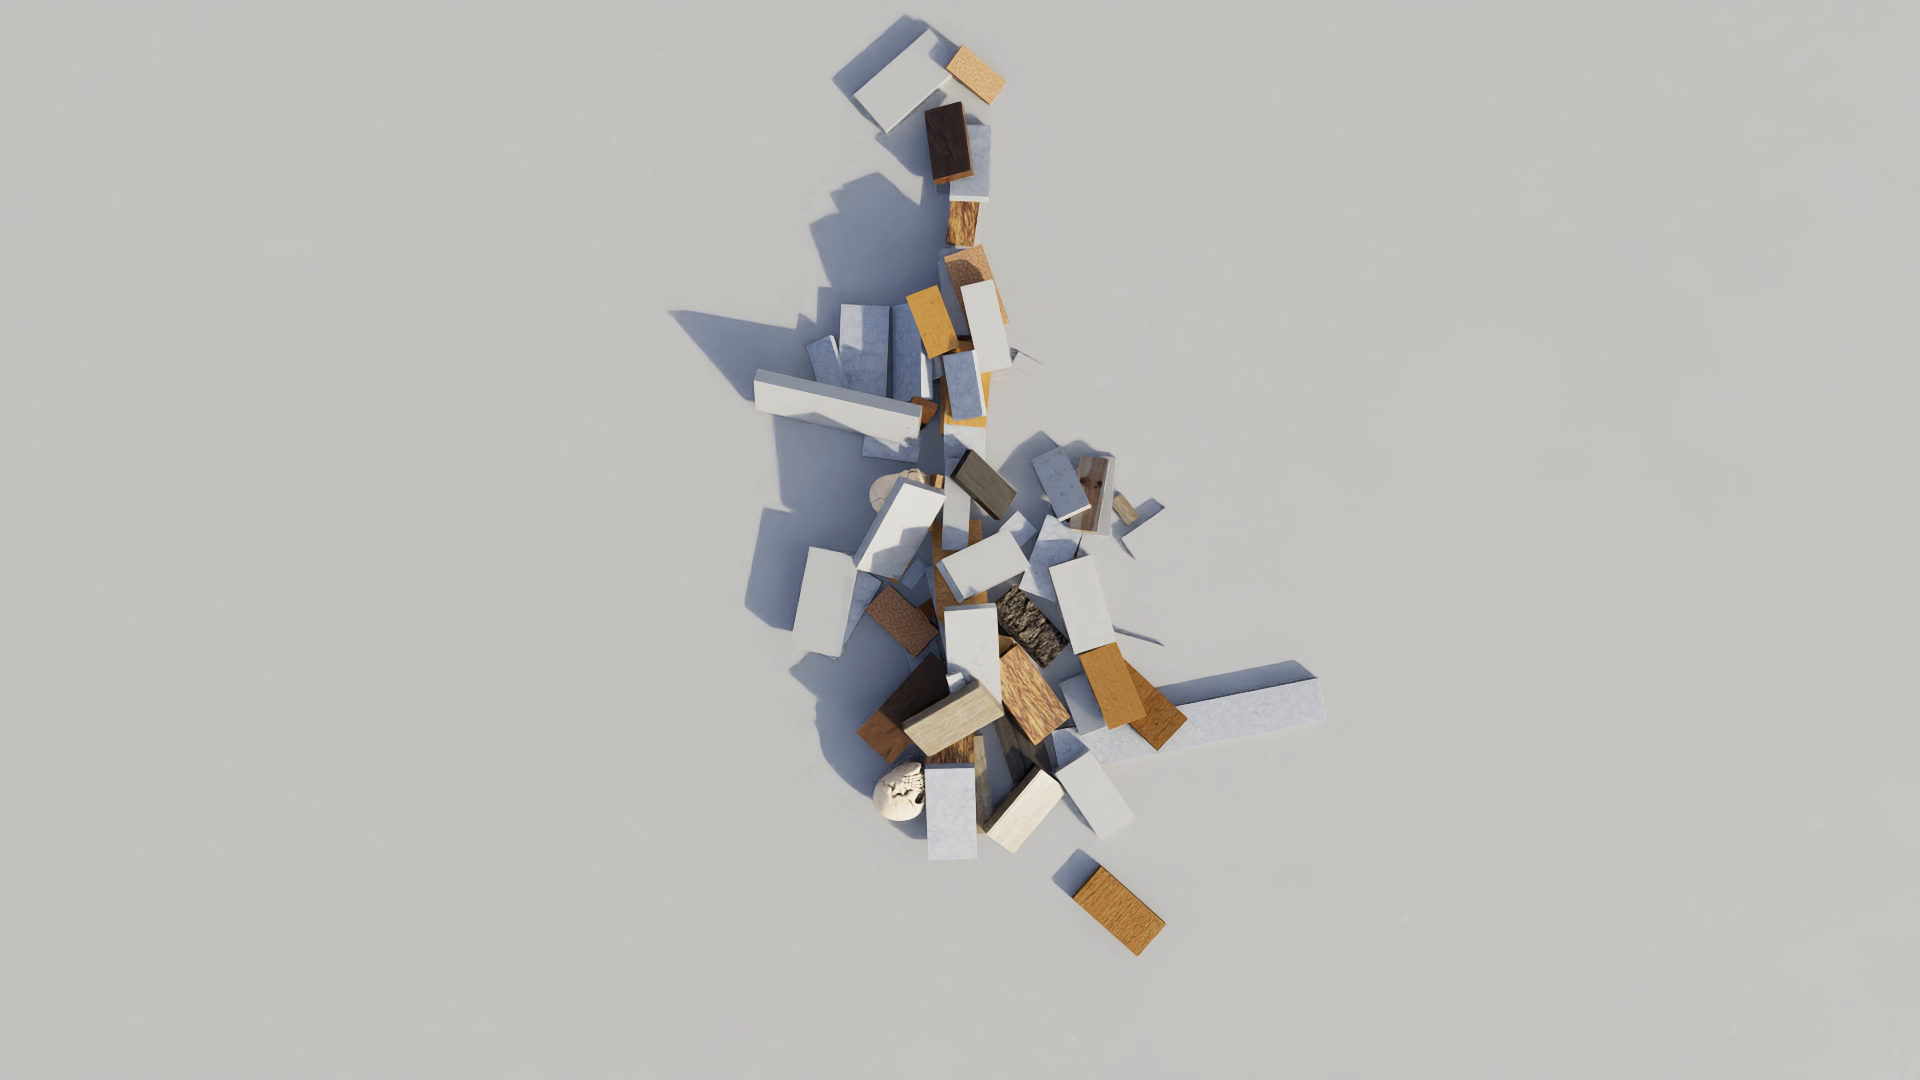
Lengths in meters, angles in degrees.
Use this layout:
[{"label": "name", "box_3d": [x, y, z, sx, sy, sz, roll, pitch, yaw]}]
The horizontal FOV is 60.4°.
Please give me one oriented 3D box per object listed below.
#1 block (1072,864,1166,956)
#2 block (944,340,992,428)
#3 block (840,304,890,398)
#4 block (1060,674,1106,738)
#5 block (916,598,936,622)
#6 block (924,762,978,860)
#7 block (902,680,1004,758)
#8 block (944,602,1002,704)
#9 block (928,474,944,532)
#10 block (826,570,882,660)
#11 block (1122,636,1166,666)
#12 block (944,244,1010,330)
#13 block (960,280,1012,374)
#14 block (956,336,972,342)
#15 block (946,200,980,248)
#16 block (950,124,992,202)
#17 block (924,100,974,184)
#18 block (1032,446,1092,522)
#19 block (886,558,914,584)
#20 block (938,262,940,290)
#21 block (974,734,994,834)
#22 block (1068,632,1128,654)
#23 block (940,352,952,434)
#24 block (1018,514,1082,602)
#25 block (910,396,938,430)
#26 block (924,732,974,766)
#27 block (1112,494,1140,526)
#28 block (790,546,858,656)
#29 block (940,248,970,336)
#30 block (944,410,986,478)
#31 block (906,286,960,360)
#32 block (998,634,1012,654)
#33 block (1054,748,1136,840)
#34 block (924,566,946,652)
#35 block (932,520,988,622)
[{"label": "block", "box_3d": [0.528, 1.231, 5.480, 0.287, 0.041, 0.144, 42, 90, 0]}, {"label": "block", "box_3d": [0.029, -0.507, 5.365, 0.136, 0.039, 0.272, 6, 93, 0]}, {"label": "block", "box_3d": [-0.320, -0.617, 5.477, 0.161, 0.046, 0.321, 2, 90, 0]}, {"label": "block", "box_3d": [0.408, 0.546, 5.462, 0.095, 0.027, 0.190, -21, 76, -2]}, {"label": "block", "box_3d": [-0.090, 0.222, 5.455, 0.054, 0.015, 0.109, 52, 46, 3]}, {"label": "block", "box_3d": [-0.028, 0.890, 5.405, 0.161, 0.046, 0.321, -1, 105, 2]}, {"label": "block", "box_3d": [-0.022, 0.575, 5.314, 0.293, 0.042, 0.147, -31, 123, 14]}, {"label": "block", "box_3d": [0.040, 0.373, 5.298, 0.167, 0.047, 0.334, -4, 107, -3]}, {"label": "block", "box_3d": [-0.094, -0.124, 5.452, 0.026, 0.093, 0.186, 13, 90, -14]}, {"label": "block", "box_3d": [-0.401, 0.230, 5.478, 0.152, 0.043, 0.304, 31, 90, 0]}, {"label": "block", "box_3d": [0.614, 0.369, 5.491, 0.134, 0.019, 0.067, 17, 90, 0]}, {"label": "block", "box_3d": [0.054, -0.807, 5.333, 0.130, 0.037, 0.267, -20, 92, 1]}, {"label": "block", "box_3d": [0.084, -0.687, 5.301, 0.107, 0.030, 0.284, -13, 101, -1]}, {"label": "block", "box_3d": [0.004, -0.591, 5.447, 0.139, 0.040, 0.279, -1, 104, 0]}, {"label": "block", "box_3d": [0.011, -1.068, 5.460, 0.094, 0.027, 0.187, 8, 90, 0]}, {"label": "block", "box_3d": [0.035, -1.246, 5.449, 0.130, 0.037, 0.259, 2, 75, 0]}, {"label": "block", "box_3d": [-0.037, -1.307, 5.429, 0.130, 0.037, 0.259, -12, 72, 14]}, {"label": "block", "box_3d": [0.333, -0.187, 5.442, 0.114, 0.032, 0.229, -25, 70, 4]}, {"label": "block", "box_3d": [-0.203, 0.091, 5.493, 0.050, 0.014, 0.100, 33, 90, 0]}, {"label": "block", "box_3d": [0.001, -0.775, 5.441, 0.140, 0.040, 0.279, -2, 104, 0]}, {"label": "block", "box_3d": [0.016, 0.816, 5.477, 0.161, 0.046, 0.321, -7, 90, 0]}, {"label": "block", "box_3d": [0.458, 0.337, 5.487, 0.182, 0.026, 0.091, 16, 90, 0]}, {"label": "block", "box_3d": [0.003, -0.487, 5.432, 0.136, 0.039, 0.272, 0, 105, 0]}, {"label": "block", "box_3d": [0.302, 0.060, 5.463, 0.131, 0.037, 0.262, 21, 91, 2]}, {"label": "block", "box_3d": [-0.139, -0.416, 5.410, 0.085, 0.171, 0.024, 19, 67, -11]}, {"label": "block", "box_3d": [-0.035, 0.596, 5.444, 0.161, 0.046, 0.321, -1, 79, 1]}, {"label": "block", "box_3d": [0.548, -0.102, 5.493, 0.050, 0.014, 0.101, -38, 90, 0]}, {"label": "block", "box_3d": [-0.443, 0.203, 5.433, 0.168, 0.048, 0.337, 11, 90, 0]}, {"label": "block", "box_3d": [0.007, -0.806, 5.371, 0.139, 0.040, 0.279, -1, 92, 0]}, {"label": "block", "box_3d": [0.014, -0.294, 5.444, 0.136, 0.039, 0.272, 0, 106, 0]}, {"label": "block", "box_3d": [-0.086, -0.704, 5.327, 0.107, 0.030, 0.213, -21, 89, 3]}, {"label": "block", "box_3d": [0.097, 0.413, 5.429, 0.106, 0.030, 0.211, 13, 87, -6]}, {"label": "block", "box_3d": [0.446, 0.839, 5.454, 0.139, 0.039, 0.277, -34, 99, 4]}, {"label": "block", "box_3d": [0.004, 0.228, 5.410, 0.167, 0.047, 0.334, -14, 66, 0]}, {"label": "block", "box_3d": [-0.002, 0.100, 5.410, 0.167, 0.047, 0.334, -4, 66, 0]}]
